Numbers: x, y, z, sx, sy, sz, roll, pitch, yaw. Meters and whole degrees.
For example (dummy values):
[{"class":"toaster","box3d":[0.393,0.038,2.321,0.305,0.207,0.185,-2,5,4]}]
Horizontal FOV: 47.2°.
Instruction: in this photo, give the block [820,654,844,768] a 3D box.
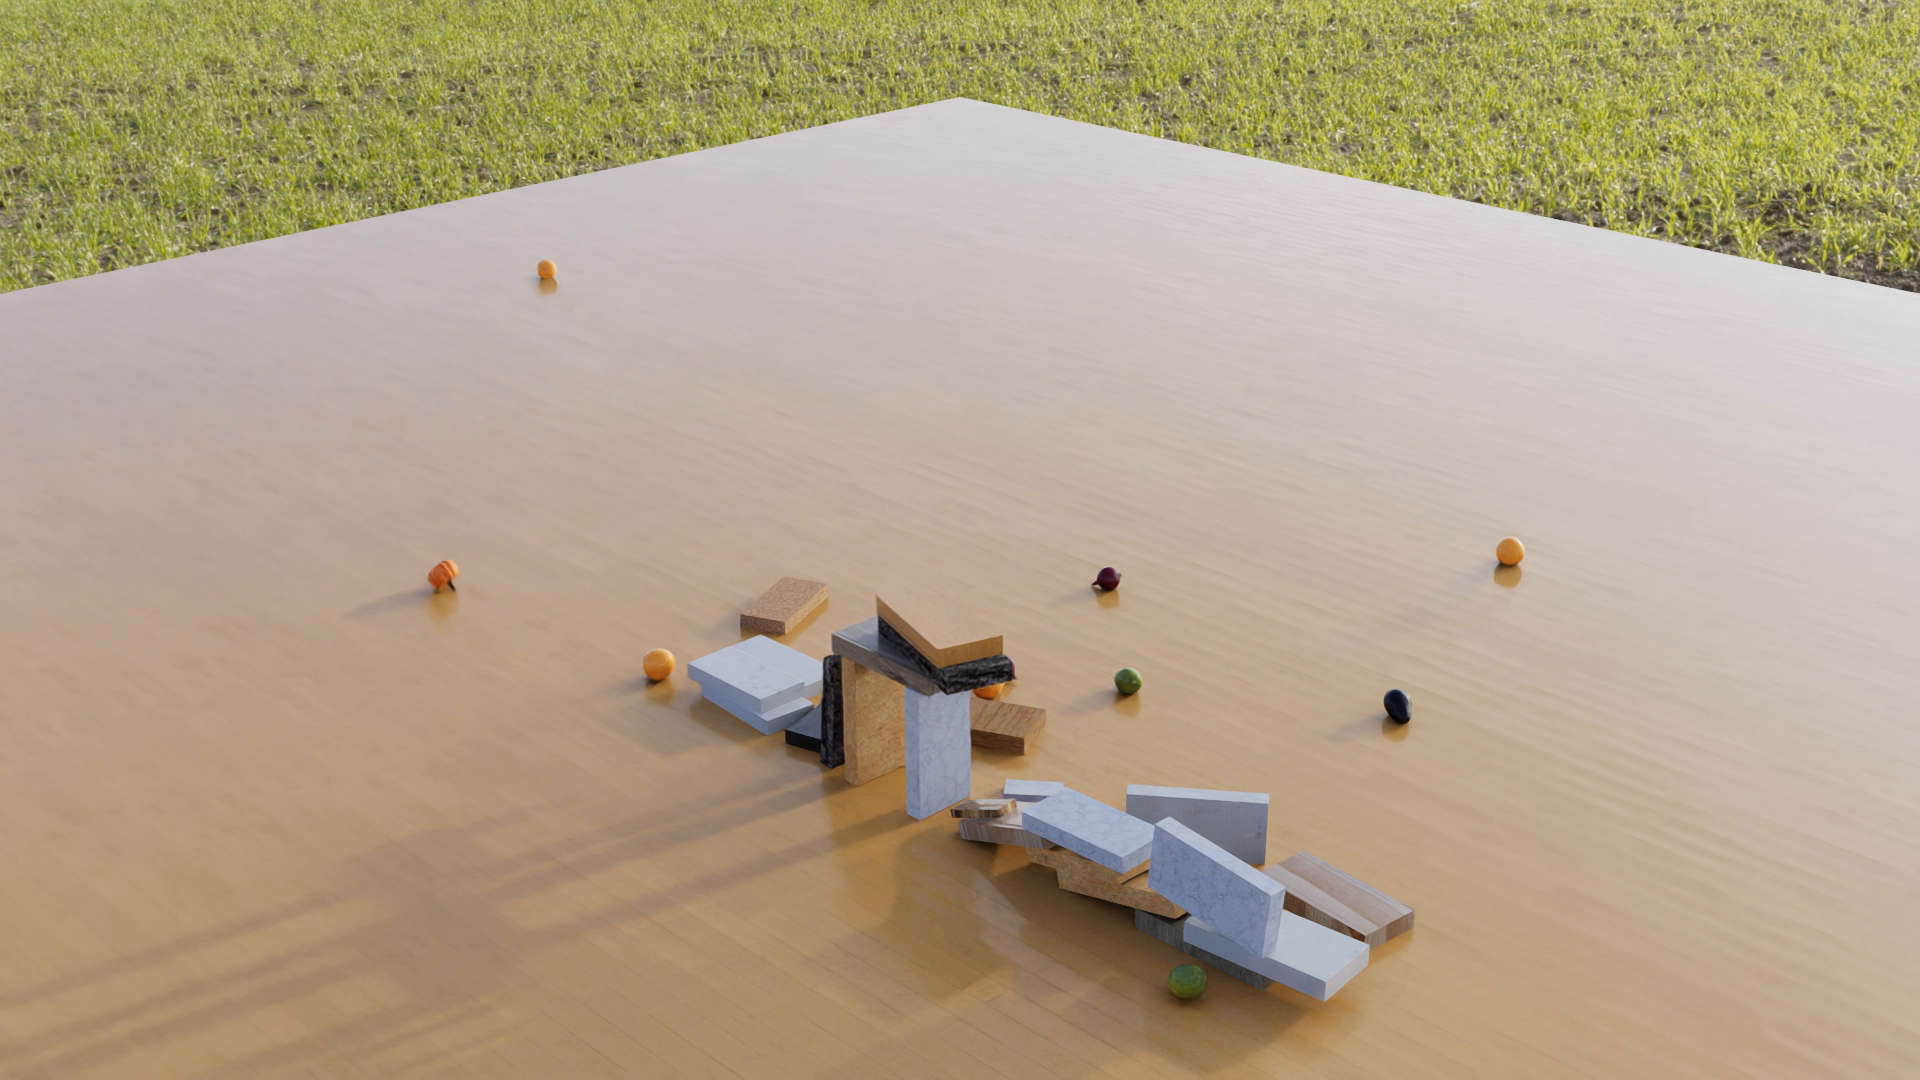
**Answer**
[{"class":"block","box3d":[-0.230,0.345,4.620,0.126,0.253,0.036,-21,35,-40]}]

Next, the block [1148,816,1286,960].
[{"class":"block","box3d":[0.451,0.614,3.894,0.039,0.136,0.273,-20,35,-39]}]

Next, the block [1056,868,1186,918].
[{"class":"block","box3d":[0.339,0.635,4.132,0.147,0.042,0.293,-21,19,-40]}]

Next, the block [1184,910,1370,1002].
[{"class":"block","box3d":[0.561,0.717,3.911,0.293,0.042,0.147,18,29,36]}]

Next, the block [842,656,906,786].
[{"class":"block","box3d":[-0.175,0.354,4.561,0.143,0.285,0.040,-21,30,-40]}]

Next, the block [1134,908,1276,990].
[{"class":"block","box3d":[0.479,0.717,4.018,0.293,0.042,0.147,21,31,40]}]

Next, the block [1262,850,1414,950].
[{"class":"block","box3d":[0.700,0.675,4.120,0.136,0.039,0.273,-18,29,-36]}]

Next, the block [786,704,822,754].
[{"class":"block","box3d":[-0.263,0.393,4.791,0.120,0.034,0.239,13,26,27]}]

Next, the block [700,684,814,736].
[{"class":"block","box3d":[-0.451,0.354,4.881,0.126,0.036,0.253,-18,29,-37]}]

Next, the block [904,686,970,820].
[{"class":"block","box3d":[-0.044,0.409,4.432,0.143,0.285,0.040,-21,30,-40]}]

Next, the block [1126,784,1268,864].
[{"class":"block","box3d":[0.460,0.554,4.281,0.273,0.136,0.039,3,23,7]}]

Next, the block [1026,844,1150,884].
[{"class":"block","box3d":[0.256,0.593,4.181,0.126,0.036,0.252,-20,16,-36]}]

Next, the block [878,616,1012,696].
[{"class":"block","box3d":[-0.033,0.211,4.376,0.141,0.040,0.321,-11,25,-24]}]

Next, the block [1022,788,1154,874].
[{"class":"block","box3d":[0.251,0.544,4.134,0.252,0.036,0.126,20,31,41]}]

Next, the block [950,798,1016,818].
[{"class":"block","box3d":[0.047,0.534,4.378,0.120,0.017,0.060,-6,12,37]}]

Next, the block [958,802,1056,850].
[{"class":"block","box3d":[0.127,0.556,4.305,0.126,0.036,0.252,-21,12,-39]}]

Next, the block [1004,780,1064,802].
[{"class":"block","box3d":[0.152,0.517,4.521,0.120,0.017,0.060,2,23,5]}]

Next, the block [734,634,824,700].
[{"class":"block","box3d":[-0.410,0.291,5.031,0.276,0.034,0.120,21,31,40]}]

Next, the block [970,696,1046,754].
[{"class":"block","box3d":[0.029,0.394,4.781,0.283,0.040,0.141,8,24,19]}]

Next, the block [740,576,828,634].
[{"class":"block","box3d":[-0.426,0.158,5.345,0.120,0.034,0.239,9,25,20]}]

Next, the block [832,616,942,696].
[{"class":"block","box3d":[-0.111,0.229,4.437,0.143,0.040,0.285,-21,31,-40]}]

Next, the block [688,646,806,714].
[{"class":"block","box3d":[-0.477,0.309,4.894,0.253,0.036,0.126,21,31,41]}]

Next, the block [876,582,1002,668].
[{"class":"block","box3d":[-0.043,0.167,4.377,0.141,0.040,0.283,-11,25,-24]}]
